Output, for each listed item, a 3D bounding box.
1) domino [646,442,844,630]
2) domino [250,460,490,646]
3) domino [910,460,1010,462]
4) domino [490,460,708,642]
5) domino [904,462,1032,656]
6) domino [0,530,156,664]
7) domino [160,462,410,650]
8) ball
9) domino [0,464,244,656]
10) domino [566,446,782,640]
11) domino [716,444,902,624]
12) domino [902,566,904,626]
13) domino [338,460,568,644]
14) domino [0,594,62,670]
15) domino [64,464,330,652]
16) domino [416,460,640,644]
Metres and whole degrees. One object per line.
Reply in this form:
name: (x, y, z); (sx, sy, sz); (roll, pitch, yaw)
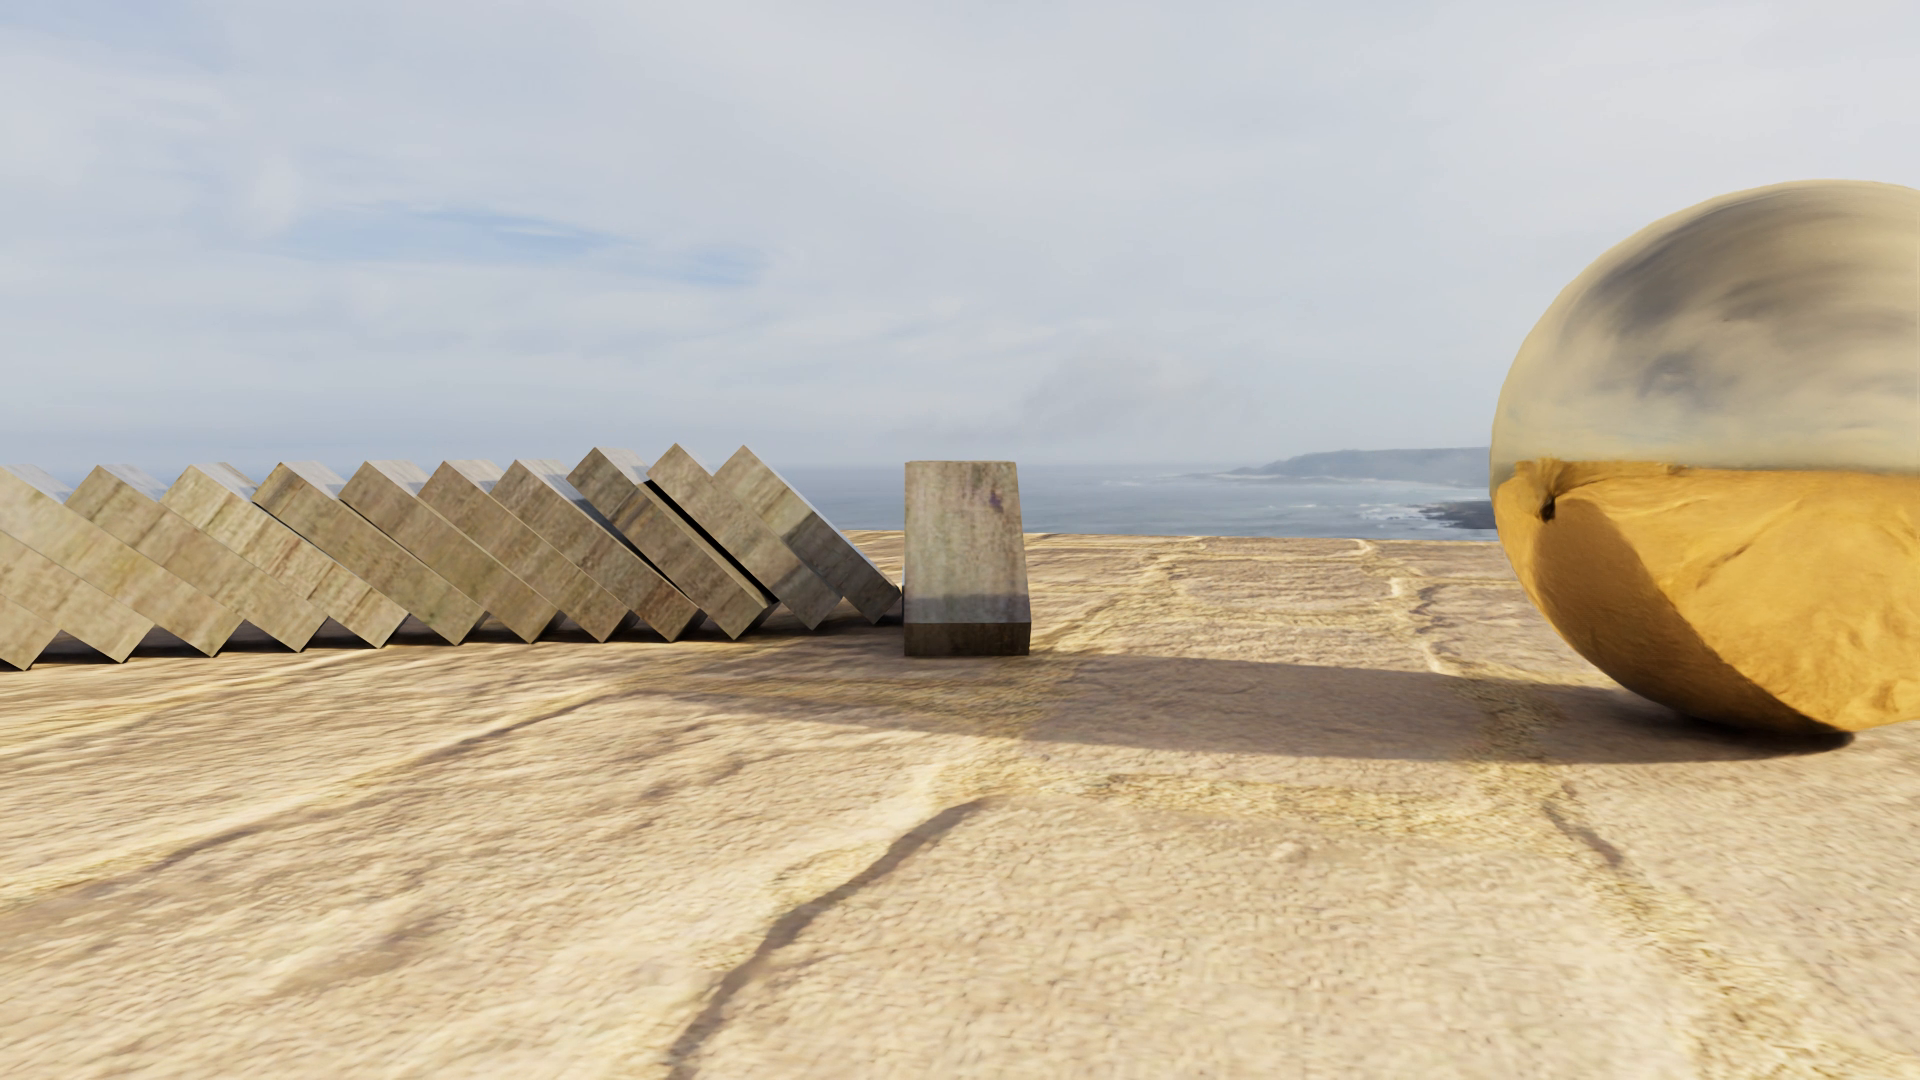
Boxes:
domino: (-0.048, -0.001, 0.294); (0.050, 0.009, 0.025); (44, -2, -4)
domino: (-0.124, 0.002, 0.278); (0.050, 0.009, 0.025); (39, -3, -11)
domino: (0.001, 0.001, 0.304); (0.025, 0.009, 0.050); (0, 42, -2)
domino: (-0.077, 0.002, 0.285); (0.050, 0.009, 0.025); (39, 4, -1)
domino: (0.001, 0.003, 0.273); (0.025, 0.009, 0.050); (0, 42, -2)
domino: (-0.183, 0.005, 0.250); (0.050, 0.009, 0.025); (41, -15, -25)
domino: (-0.140, 0.003, 0.272); (0.050, 0.009, 0.025); (39, -7, -15)
ball: (0.121, -0.012, 0.189); (0.080, 0.080, 0.080); (0, 4, 0)
domino: (-0.169, 0.004, 0.259); (0.050, 0.009, 0.025); (40, -12, -21)
domino: (-0.062, 0.000, 0.286); (0.050, 0.009, 0.025); (44, 4, 0)
domino: (-0.036, -0.002, 0.306); (0.050, 0.009, 0.025); (44, -2, -5)
domino: (-0.002, 0.013, 0.325); (0.025, 0.009, 0.050); (0, 4, -2)
domino: (-0.108, 0.002, 0.282); (0.050, 0.009, 0.025); (39, 1, -6)
domino: (-0.196, 0.005, 0.241); (0.050, 0.010, 0.025); (42, -19, -28)
domino: (-0.155, 0.003, 0.266); (0.050, 0.009, 0.025); (39, -9, -18)
domino: (-0.093, 0.002, 0.285); (0.050, 0.010, 0.025); (39, 4, -2)
